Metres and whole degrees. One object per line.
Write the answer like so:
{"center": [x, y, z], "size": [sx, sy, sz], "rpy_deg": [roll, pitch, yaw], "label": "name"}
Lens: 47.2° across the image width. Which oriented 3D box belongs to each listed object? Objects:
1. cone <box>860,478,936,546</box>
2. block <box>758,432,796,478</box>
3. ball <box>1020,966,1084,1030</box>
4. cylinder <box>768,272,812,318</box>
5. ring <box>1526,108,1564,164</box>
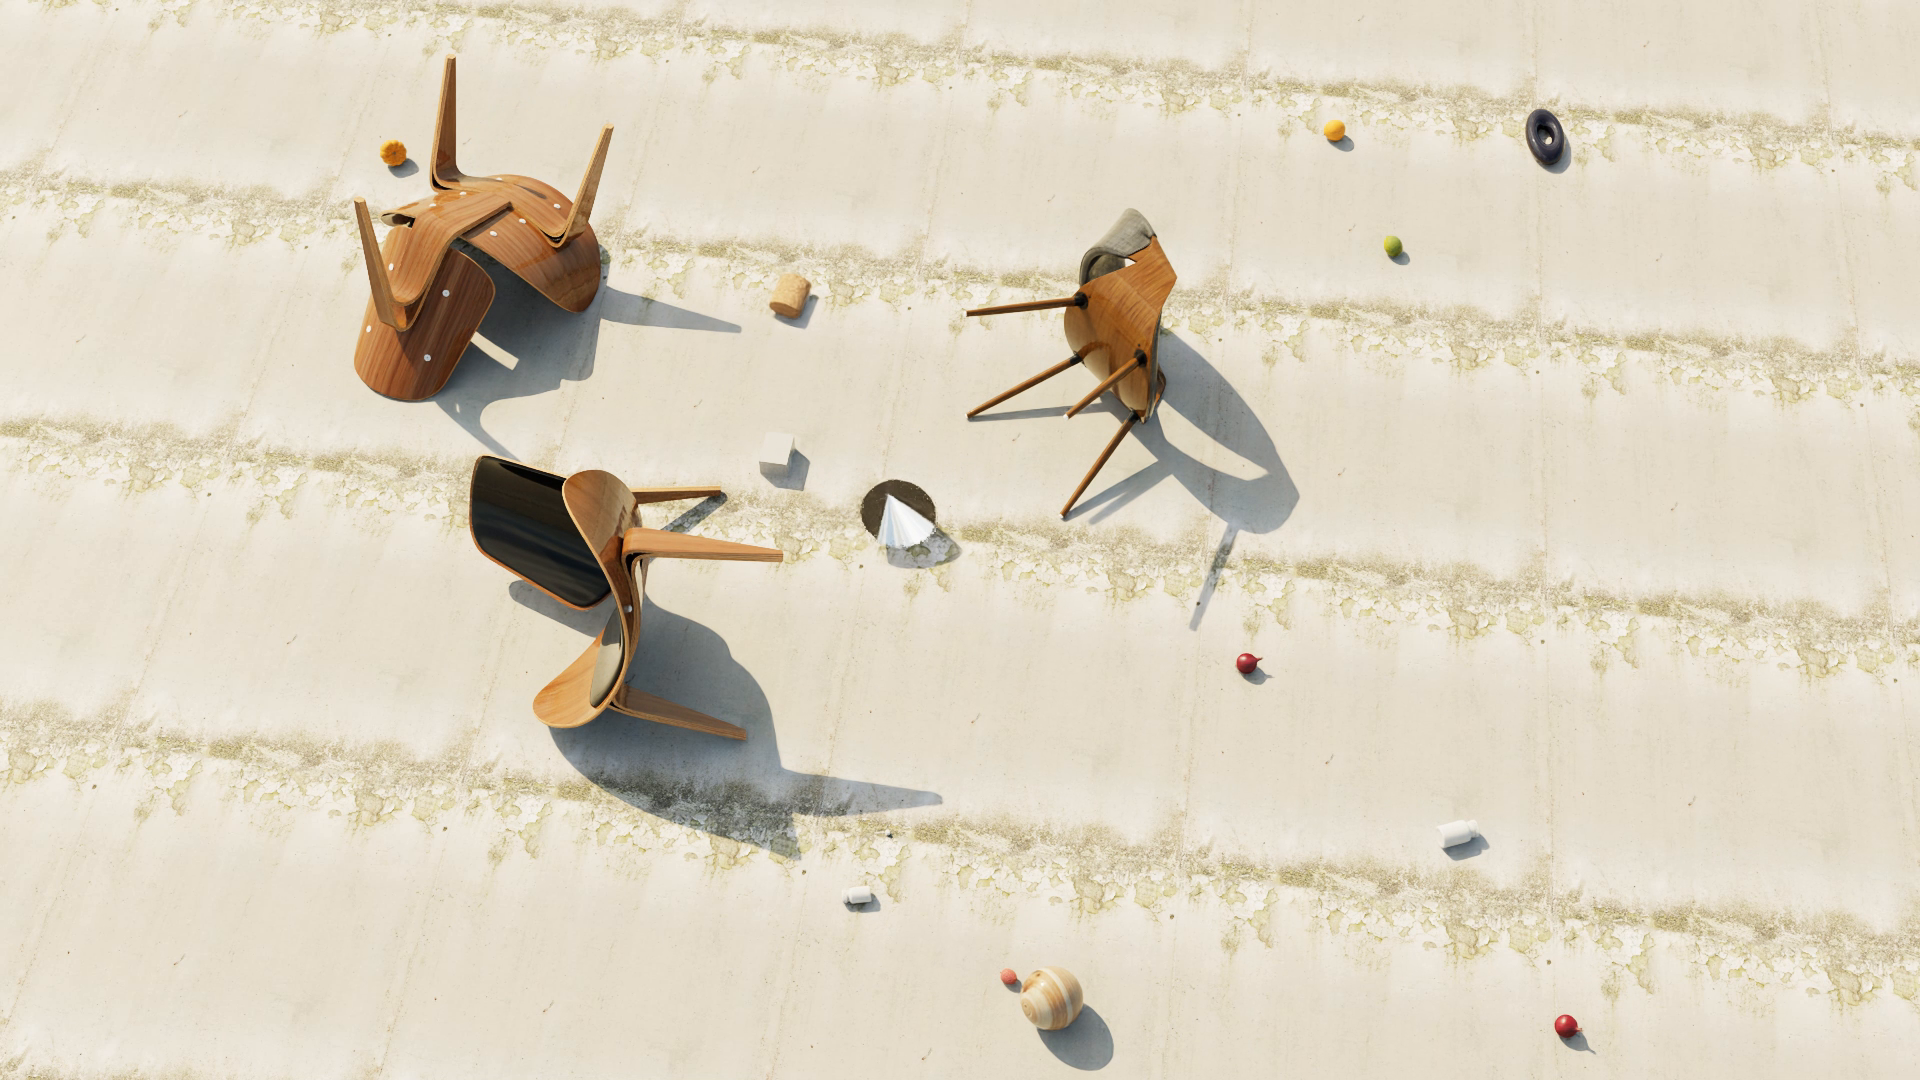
{"center": [-0.211, -0.133, 6.600], "size": [0.206, 0.250, 0.235], "rpy_deg": [-48, 30, 11], "label": "cone"}
{"center": [-0.557, -0.261, 6.709], "size": [0.086, 0.067, 0.114], "rpy_deg": [8, 56, 5], "label": "block"}
{"center": [0.237, 1.183, 5.681], "size": [0.164, 0.164, 0.164], "rpy_deg": [0, 56, 0], "label": "ball"}
{"center": [-0.546, -0.786, 7.062], "size": [0.106, 0.065, 0.125], "rpy_deg": [18, 58, 1], "label": "cylinder"}
{"center": [1.985, -1.370, 7.463], "size": [0.132, 0.050, 0.254], "rpy_deg": [2, 56, 0], "label": "ring"}
